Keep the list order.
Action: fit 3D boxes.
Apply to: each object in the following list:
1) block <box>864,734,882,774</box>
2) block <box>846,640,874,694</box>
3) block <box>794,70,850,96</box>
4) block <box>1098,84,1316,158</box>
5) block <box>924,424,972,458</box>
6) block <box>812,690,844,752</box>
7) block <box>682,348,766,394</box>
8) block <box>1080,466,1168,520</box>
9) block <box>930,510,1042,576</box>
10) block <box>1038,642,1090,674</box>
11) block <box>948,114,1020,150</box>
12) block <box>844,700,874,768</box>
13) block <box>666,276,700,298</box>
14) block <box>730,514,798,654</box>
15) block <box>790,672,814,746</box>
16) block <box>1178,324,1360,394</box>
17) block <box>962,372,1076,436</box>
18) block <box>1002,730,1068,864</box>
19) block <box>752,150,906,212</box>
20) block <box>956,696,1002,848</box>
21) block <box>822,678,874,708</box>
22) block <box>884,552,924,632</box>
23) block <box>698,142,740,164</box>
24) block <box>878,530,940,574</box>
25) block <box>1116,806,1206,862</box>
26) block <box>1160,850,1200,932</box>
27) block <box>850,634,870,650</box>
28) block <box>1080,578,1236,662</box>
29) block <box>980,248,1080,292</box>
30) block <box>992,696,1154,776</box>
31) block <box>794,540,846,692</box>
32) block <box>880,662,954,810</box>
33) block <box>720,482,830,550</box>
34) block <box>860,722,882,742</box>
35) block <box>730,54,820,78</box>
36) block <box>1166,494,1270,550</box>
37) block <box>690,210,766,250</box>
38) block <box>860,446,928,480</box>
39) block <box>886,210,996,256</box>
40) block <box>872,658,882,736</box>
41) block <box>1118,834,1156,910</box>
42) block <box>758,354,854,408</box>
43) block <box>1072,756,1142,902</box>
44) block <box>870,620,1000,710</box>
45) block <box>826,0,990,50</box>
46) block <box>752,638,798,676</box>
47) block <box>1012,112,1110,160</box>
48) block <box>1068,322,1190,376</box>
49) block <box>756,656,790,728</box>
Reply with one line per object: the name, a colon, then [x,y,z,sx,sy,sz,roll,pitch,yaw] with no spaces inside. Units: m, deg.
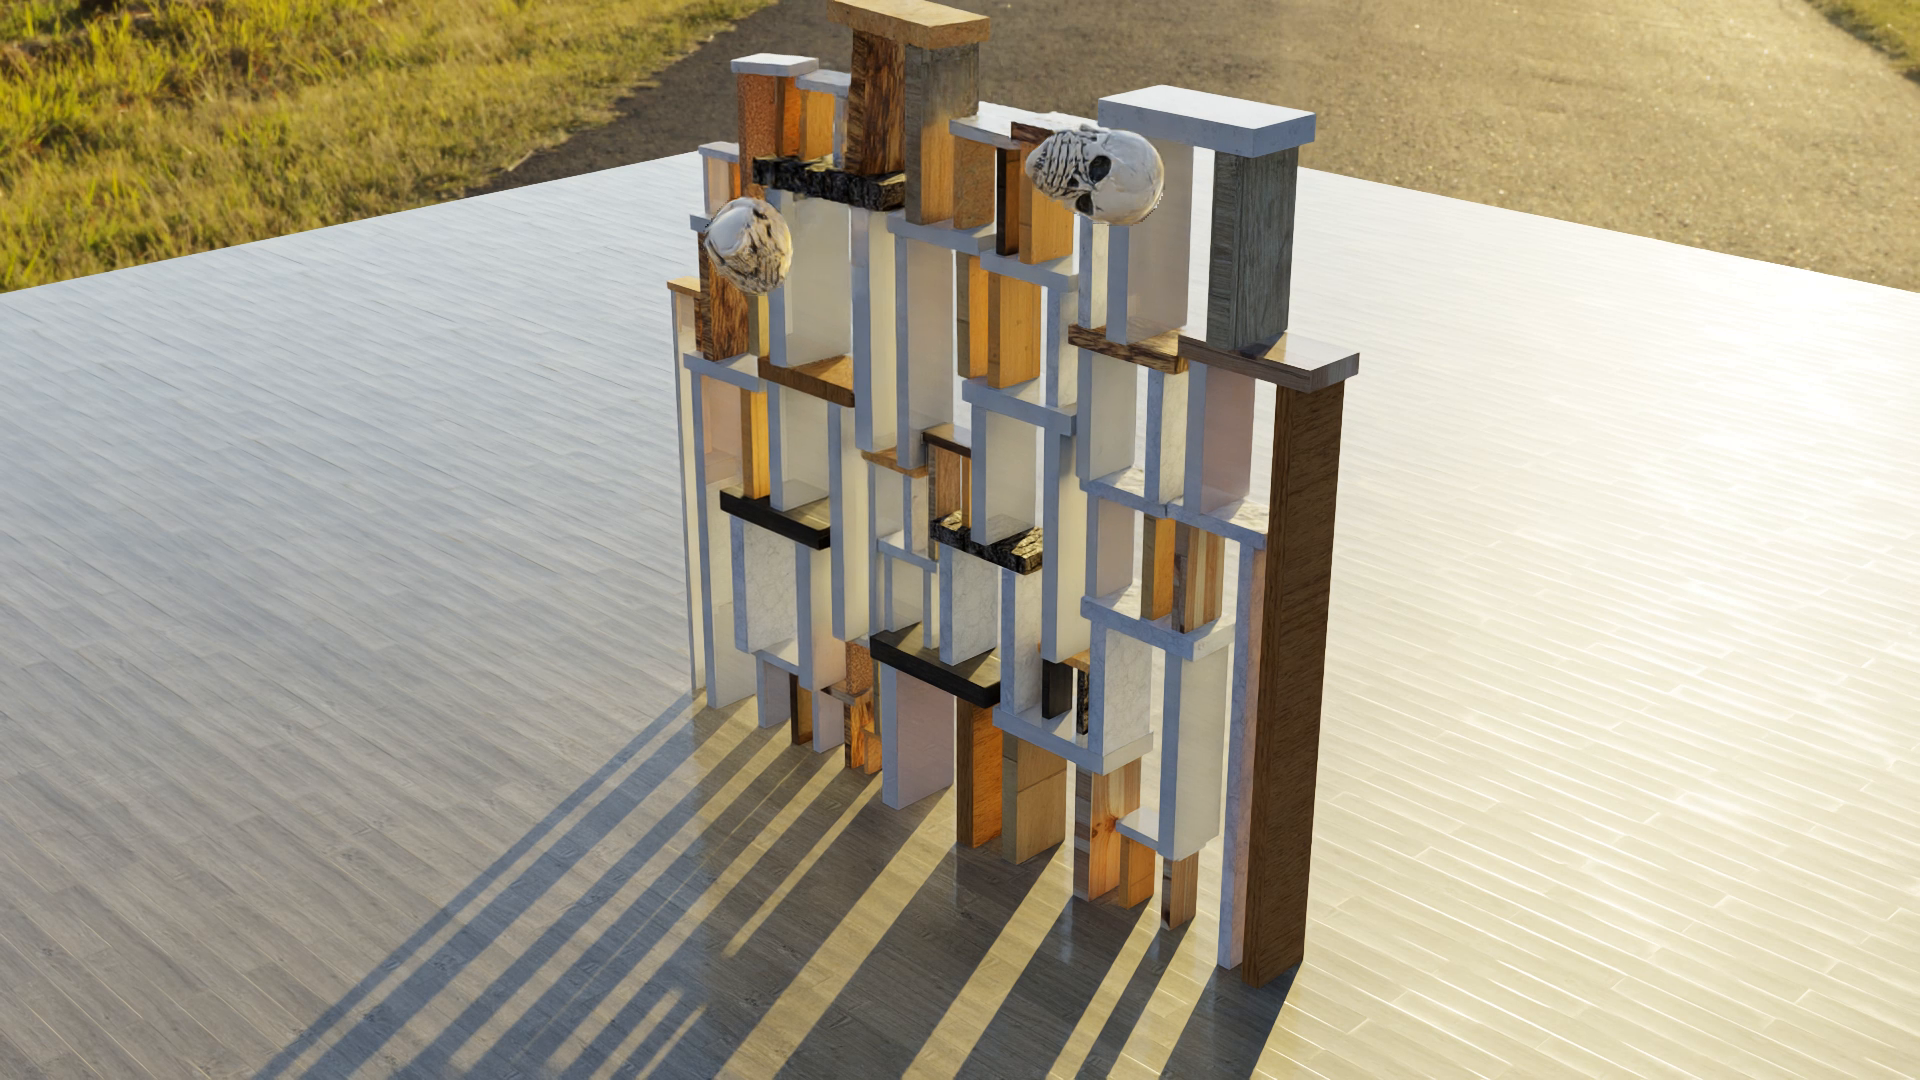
block: [-0.180,0.441,4.604,0.013,0.092,0.046,22,31,40]
block: [-0.208,0.254,4.564,0.017,0.122,0.061,21,31,40]
block: [-0.238,-0.861,4.142,0.142,0.020,0.071,19,35,41]
block: [0.391,-0.671,3.512,0.317,0.045,0.158,21,31,41]
block: [0.004,-0.187,4.147,0.070,0.020,0.140,-20,30,-40]
block: [-0.279,0.371,4.692,0.021,0.151,0.076,21,31,41]
block: [-0.452,-0.361,4.562,0.238,0.034,0.119,20,30,40]
block: [0.314,-0.088,3.839,0.099,0.028,0.197,-21,31,-40]
block: [0.076,-0.002,4.144,0.125,0.035,0.250,-21,31,-40]
block: [0.215,0.210,4.083,0.131,0.019,0.066,21,31,41]
block: [0.065,-0.715,3.849,0.083,0.024,0.166,-18,29,-36]
block: [-0.208,0.399,4.626,0.076,0.151,0.021,-21,31,-41]
block: [-0.554,-0.528,4.597,0.115,0.016,0.058,21,31,40]
block: [-0.413,0.073,4.703,0.044,0.311,0.156,21,30,41]
block: [-0.325,0.350,4.722,0.024,0.166,0.083,21,31,41]
block: [0.497,-0.301,3.556,0.266,0.038,0.133,21,31,40]
block: [0.146,-0.253,3.951,0.135,0.038,0.269,-21,31,-40]
block: [0.145,0.477,4.275,0.040,0.282,0.141,21,31,41]
block: [-0.213,-0.694,4.217,0.351,0.050,0.175,19,27,39]
block: [0.066,0.432,4.332,0.045,0.320,0.160,21,31,41]
block: [-0.244,0.306,4.625,0.076,0.021,0.151,-21,31,-41]
block: [-0.113,0.093,4.392,0.083,0.166,0.024,-21,31,-40]
block: [-0.462,-0.777,4.403,0.119,0.017,0.059,20,30,39]
block: [-0.073,0.021,4.318,0.083,0.024,0.167,-21,31,-40]
block: [0.370,0.542,4.061,0.077,0.022,0.154,-21,31,-40]
block: [0.406,0.638,4.061,0.022,0.154,0.077,21,31,41]
block: [-0.179,0.200,4.510,0.122,0.017,0.061,21,31,40]
block: [0.354,0.138,3.895,0.131,0.037,0.262,-21,31,-40]
block: [0.148,-0.479,3.850,0.107,0.030,0.213,-21,31,-40]
block: [0.212,0.355,4.151,0.282,0.040,0.141,21,31,41]
block: [-0.266,0.138,4.572,0.044,0.329,0.156,21,30,41]
block: [-0.085,0.373,4.471,0.045,0.320,0.160,21,31,41]
block: [-0.339,-0.063,4.567,0.311,0.044,0.156,21,30,40]
block: [-0.158,0.401,4.563,0.092,0.013,0.046,21,31,41]
block: [-0.357,-0.914,4.235,0.159,0.023,0.080,14,28,39]
block: [0.460,-0.038,3.702,0.204,0.029,0.102,21,31,40]
block: [-0.427,-0.630,4.424,0.226,0.032,0.113,21,30,40]
block: [-0.110,-0.160,4.273,0.081,0.023,0.161,-21,31,-40]
block: [-0.011,-0.565,3.996,0.234,0.033,0.117,21,31,40]
block: [-0.150,0.307,4.524,0.017,0.190,0.061,21,30,40]
block: [0.333,0.609,4.128,0.022,0.154,0.077,21,31,41]
block: [-0.261,-0.329,4.383,0.275,0.039,0.138,21,30,40]
block: [0.278,0.529,4.153,0.040,0.282,0.141,21,31,41]
block: [-0.010,0.234,4.330,0.320,0.045,0.160,21,31,41]
block: [-0.094,-0.933,3.939,0.142,0.040,0.284,-19,32,-38]
block: [-0.363,0.247,4.722,0.167,0.024,0.083,21,30,40]
block: [0.200,-0.683,3.711,0.212,0.030,0.106,21,31,40]
block: [0.312,-0.337,3.735,0.119,0.034,0.238,-21,31,-40]
block: [-0.403,0.320,4.794,0.024,0.167,0.083,21,31,41]
